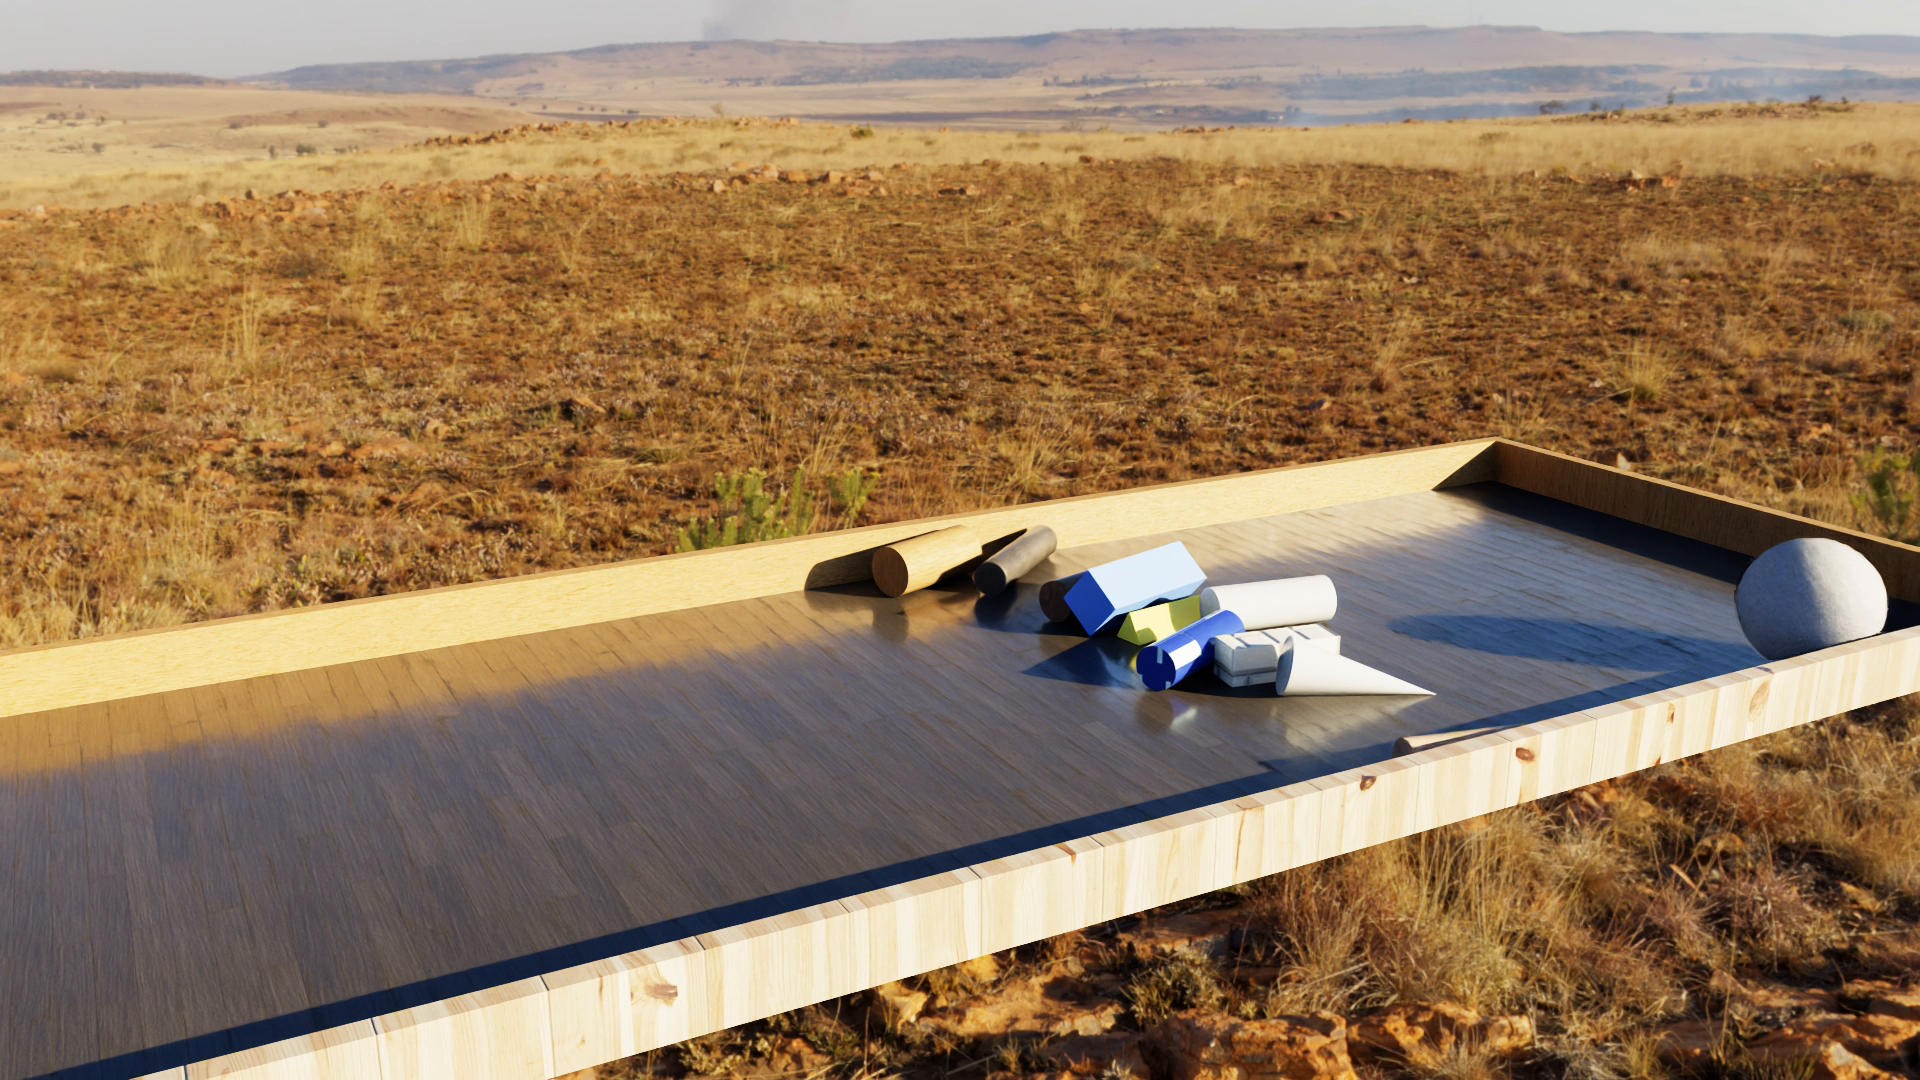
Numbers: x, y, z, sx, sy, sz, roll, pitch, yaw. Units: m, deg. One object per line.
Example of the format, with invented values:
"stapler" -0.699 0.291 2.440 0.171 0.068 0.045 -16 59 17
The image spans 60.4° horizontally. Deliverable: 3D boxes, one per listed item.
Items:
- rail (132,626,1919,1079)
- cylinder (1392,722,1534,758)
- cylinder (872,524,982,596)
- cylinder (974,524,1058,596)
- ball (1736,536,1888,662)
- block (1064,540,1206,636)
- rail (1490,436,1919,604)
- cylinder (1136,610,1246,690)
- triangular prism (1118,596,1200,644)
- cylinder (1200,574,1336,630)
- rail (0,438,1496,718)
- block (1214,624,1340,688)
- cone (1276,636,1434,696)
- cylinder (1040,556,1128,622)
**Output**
"rail" -2.336 1.006 1.665 12.000 0.150 0.050 -9 18 -27
"cylinder" 1.144 0.463 3.594 0.391 0.105 0.105 -4 17 -14
"cylinder" -0.096 0.059 4.887 0.150 0.150 0.316 14 22 40
"cylinder" 0.173 0.058 4.978 0.102 0.102 0.433 7 18 22
"ball" 2.162 0.163 4.193 0.342 0.342 0.342 0 16 0
"block" 0.488 0.132 4.572 0.392 0.133 0.133 -15 63 -42
"rail" 2.466 -0.048 5.253 0.050 0.150 2.100 -9 18 -27
"cylinder" 0.592 0.277 4.206 0.115 0.115 0.353 12 20 36
"triangular prism" 0.619 0.198 4.536 0.411 0.078 0.090 -12 20 -34
"cylinder" 0.845 0.176 4.527 0.352 0.128 0.128 -5 17 -18
"rail" -3.305 0.497 3.399 12.000 0.150 0.050 -9 18 -27
"block" 0.804 0.291 4.184 0.300 0.101 0.101 -5 17 -18
"cone" 0.985 0.344 4.053 0.384 0.150 0.150 11 16 -2
"cylinder" 0.377 0.138 4.676 0.117 0.117 0.324 16 23 43
